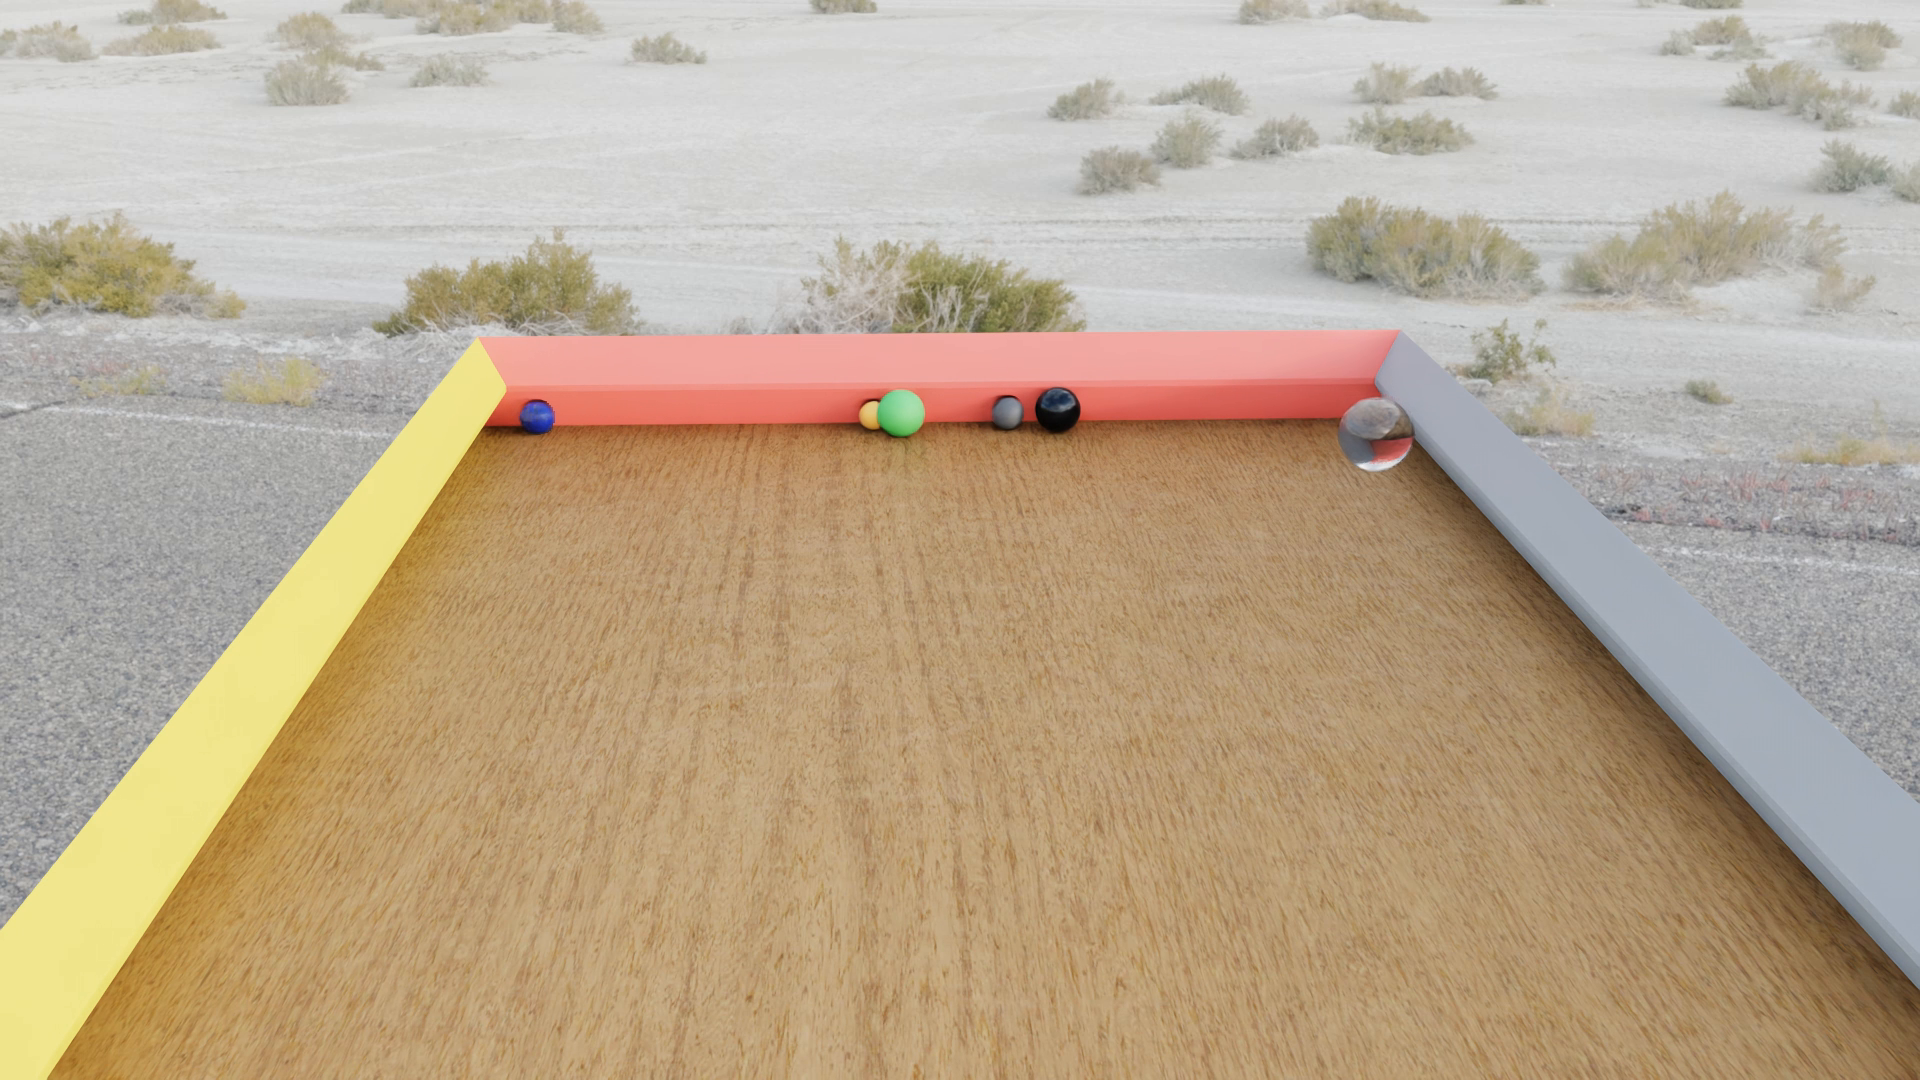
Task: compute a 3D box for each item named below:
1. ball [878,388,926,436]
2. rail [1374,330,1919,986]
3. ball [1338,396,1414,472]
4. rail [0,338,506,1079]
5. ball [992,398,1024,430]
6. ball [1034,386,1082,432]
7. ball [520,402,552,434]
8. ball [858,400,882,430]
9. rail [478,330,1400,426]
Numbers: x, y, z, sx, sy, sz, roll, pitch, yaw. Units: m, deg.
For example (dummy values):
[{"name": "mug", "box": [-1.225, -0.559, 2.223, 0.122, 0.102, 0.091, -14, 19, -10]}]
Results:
[{"name": "ball", "box": [-0.082, -0.178, 3.087, 0.067, 0.067, 0.067, 0, 18, 0]}, {"name": "rail", "box": [0.662, 0.153, 1.933, 0.045, 0.128, 2.617, -1, 18, -2]}, {"name": "ball", "box": [0.550, -0.140, 2.913, 0.099, 0.099, 0.099, 0, 18, 0]}, {"name": "rail", "box": [-0.612, 0.167, 1.886, 0.045, 0.128, 2.617, -1, 18, -2]}, {"name": "ball", "box": [0.068, -0.180, 3.127, 0.046, 0.046, 0.046, 0, 18, 0]}, {"name": "ball", "box": [0.138, -0.185, 3.109, 0.065, 0.065, 0.065, 0, 18, 0]}, {"name": "ball", "box": [-0.598, -0.173, 3.103, 0.046, 0.046, 0.046, 0, 18, 0]}, {"name": "ball", "box": [-0.123, -0.177, 3.125, 0.041, 0.041, 0.041, 0, 18, 0]}, {"name": "rail", "box": [-0.024, -0.226, 3.134, 1.322, 0.128, 0.045, -1, 18, -2]}]
